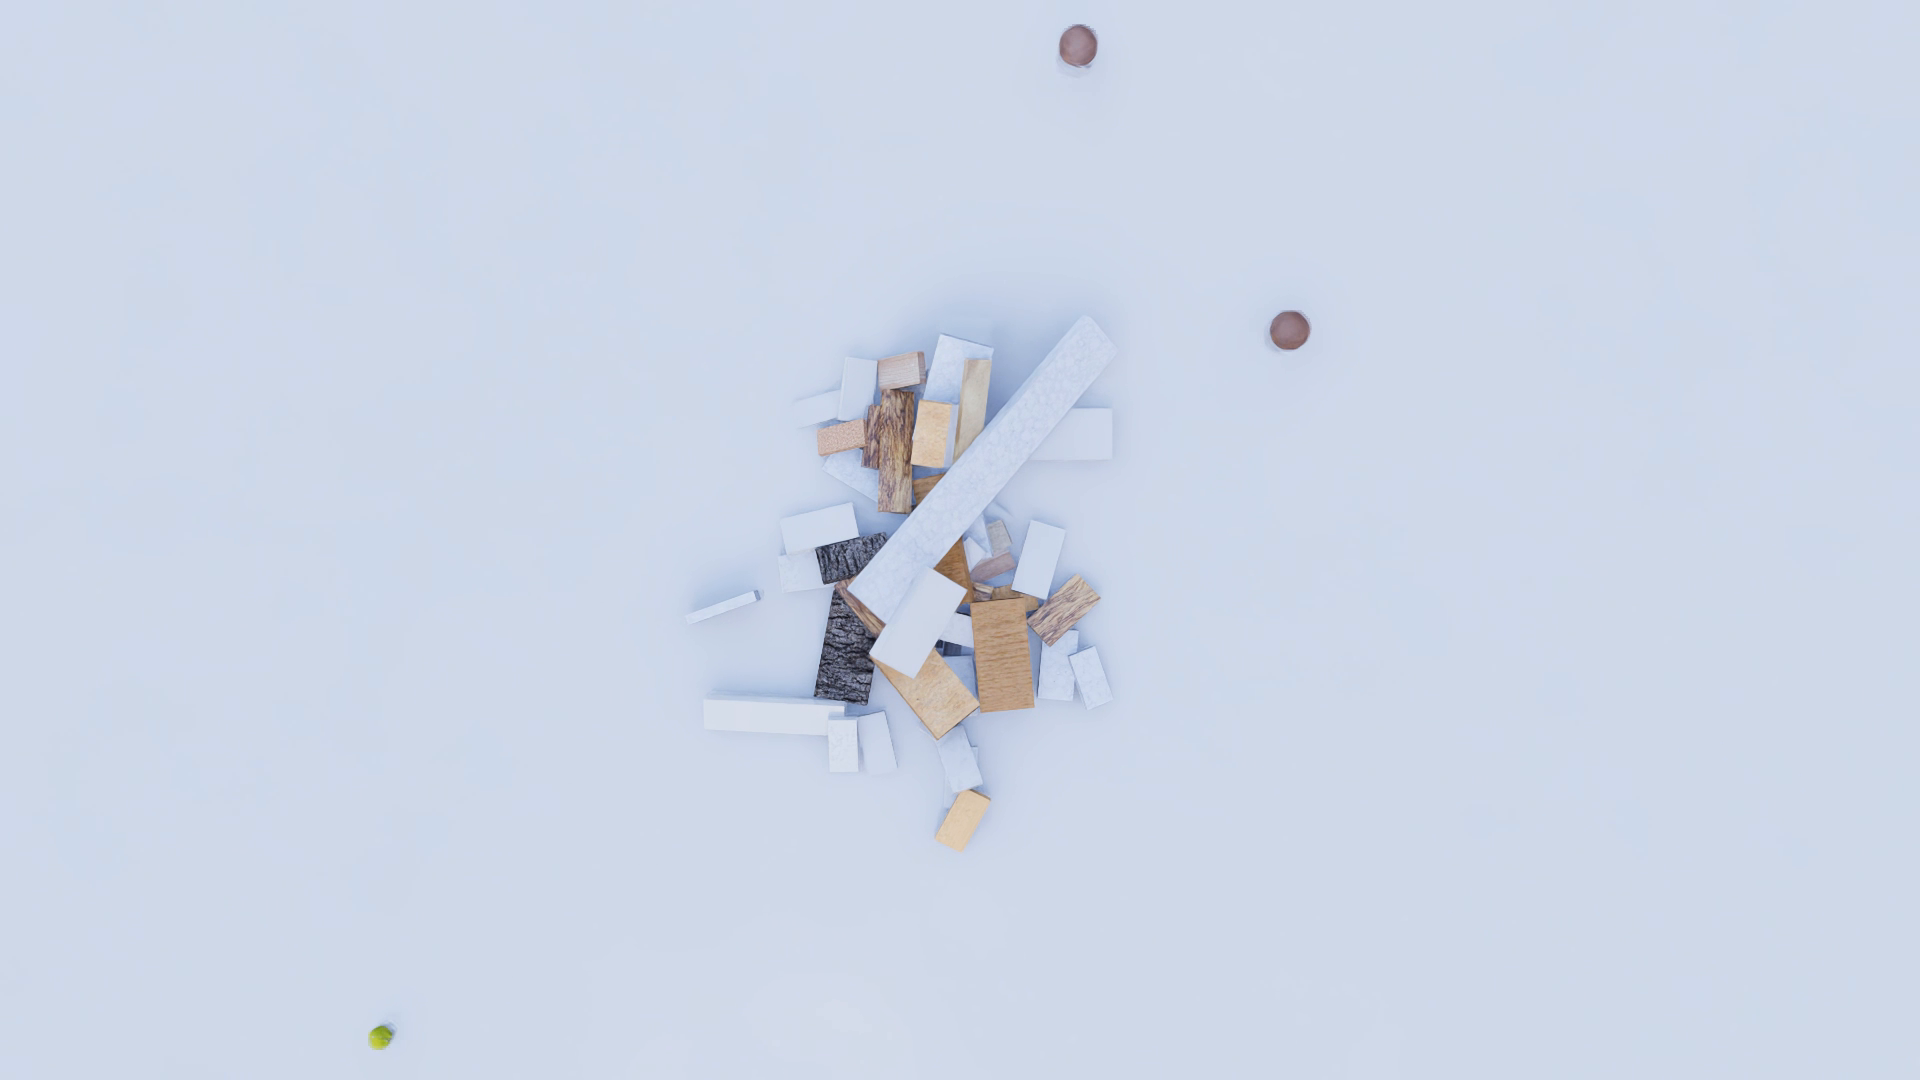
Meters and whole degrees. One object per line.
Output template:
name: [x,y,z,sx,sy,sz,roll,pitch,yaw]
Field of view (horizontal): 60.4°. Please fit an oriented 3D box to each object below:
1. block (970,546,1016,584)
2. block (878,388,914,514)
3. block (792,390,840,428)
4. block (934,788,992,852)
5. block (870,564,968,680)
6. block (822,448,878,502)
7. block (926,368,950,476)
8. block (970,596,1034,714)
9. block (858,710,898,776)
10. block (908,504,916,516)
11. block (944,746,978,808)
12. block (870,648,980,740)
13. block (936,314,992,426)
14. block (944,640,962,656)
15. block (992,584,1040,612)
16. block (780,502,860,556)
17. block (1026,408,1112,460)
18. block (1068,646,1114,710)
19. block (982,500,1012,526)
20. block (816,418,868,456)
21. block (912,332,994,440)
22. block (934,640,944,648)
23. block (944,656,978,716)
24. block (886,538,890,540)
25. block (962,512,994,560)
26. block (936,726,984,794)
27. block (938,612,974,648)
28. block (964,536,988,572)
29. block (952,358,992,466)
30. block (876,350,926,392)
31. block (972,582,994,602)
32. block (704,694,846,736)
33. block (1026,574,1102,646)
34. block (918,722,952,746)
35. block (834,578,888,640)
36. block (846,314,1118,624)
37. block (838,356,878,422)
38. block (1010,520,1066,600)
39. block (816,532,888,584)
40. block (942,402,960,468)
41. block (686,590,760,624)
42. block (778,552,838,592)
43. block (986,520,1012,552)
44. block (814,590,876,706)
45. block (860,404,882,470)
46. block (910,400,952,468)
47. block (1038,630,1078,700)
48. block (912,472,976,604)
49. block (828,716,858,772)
block: [0.101,0.087,5.489,0.154,0.022,0.077,-25,90,0]
block: [-0.211,-0.291,5.431,0.104,0.030,0.407,4,81,-19]
block: [-0.465,-0.436,5.488,0.175,0.025,0.087,-16,90,0]
block: [0.009,0.923,5.462,0.103,0.029,0.206,27,101,-5]
block: [-0.134,0.264,5.324,0.169,0.048,0.338,32,89,-33]
block: [-0.321,-0.224,5.483,0.247,0.035,0.123,31,90,0]
block: [-0.012,-0.386,5.422,0.179,0.051,0.357,-3,104,2]
block: [0.139,0.377,5.418,0.178,0.050,0.363,-6,91,-1]
block: [-0.277,0.675,5.486,0.099,0.028,0.198,-13,90,0]
block: [-0.130,-0.042,5.465,0.022,0.077,0.154,-13,90,44]
block: [0.003,0.788,5.485,0.103,0.029,0.206,3,90,0]
block: [-0.117,0.461,5.410,0.178,0.050,0.356,-38,81,-12]
block: [0.005,-0.560,5.475,0.179,0.051,0.357,4,90,0]
block: [-0.022,0.327,5.492,0.059,0.017,0.118,5,90,0]
block: [0.153,0.203,5.486,0.202,0.029,0.101,-14,90,0]
block: [-0.464,-0.035,5.465,0.246,0.035,0.123,-13,72,0]
block: [0.335,-0.350,5.476,0.338,0.048,0.169,0,90,0]
block: [0.431,0.456,5.466,0.095,0.027,0.190,-21,96,-13]
block: [0.078,-0.095,5.487,0.184,0.026,0.092,39,90,0]
block: [-0.389,-0.338,5.444,0.175,0.025,0.087,-12,73,22]
block: [-0.024,-0.475,5.347,0.179,0.051,0.357,15,104,-3]
block: [-0.079,0.298,5.492,0.059,0.017,0.118,7,90,0]
block: [0.000,0.485,5.456,0.099,0.028,0.198,-4,76,-9]
block: [-0.180,0.107,5.483,0.121,0.034,0.241,-9,90,0]
block: [0.044,-0.024,5.442,0.092,0.026,0.184,-13,92,14]
block: [-0.007,0.724,5.441,0.103,0.029,0.206,-18,72,-7]
block: [-0.017,0.289,5.461,0.202,0.029,0.101,14,99,-1]
block: [-0.008,0.098,5.444,0.077,0.022,0.229,44,110,12]
block: [0.034,-0.379,5.312,0.087,0.025,0.414,-2,108,-31]
block: [-0.192,-0.553,5.412,0.030,0.210,0.105,-5,90,-42]
block: [0.049,0.170,5.463,0.118,0.017,0.059,14,83,11]
block: [-0.614,0.580,5.459,0.464,0.033,0.117,3,117,0]
block: [0.343,0.233,5.461,0.234,0.033,0.117,-43,83,-8]
block: [-0.045,0.570,5.457,0.099,0.028,0.198,36,74,2]
block: [-0.295,0.208,5.428,0.118,0.034,0.237,-39,82,-9]
block: [0.082,-0.234,5.345,1.184,0.048,0.169,-50,123,-7]
block: [-0.339,-0.495,5.467,0.105,0.030,0.210,7,90,-21]
block: [0.260,0.067,5.464,0.121,0.034,0.241,17,81,0]
block: [-0.348,0.060,5.429,0.237,0.034,0.118,-14,67,-1]
block: [-0.049,-0.340,5.339,0.104,0.030,0.209,5,107,0]
block: [-0.780,0.222,5.441,0.237,0.118,0.034,-20,90,0]
block: [-0.475,0.099,5.483,0.246,0.035,0.123,-7,90,0]
block: [0.074,0.007,5.465,0.184,0.026,0.092,-23,90,14]
block: [-0.364,0.358,5.475,0.178,0.050,0.356,11,90,0]
block: [-0.261,-0.335,5.451,0.104,0.030,0.209,10,79,-18]
block: [-0.093,-0.342,5.309,0.105,0.030,0.210,8,107,-1]
block: [0.325,0.412,5.483,0.117,0.033,0.234,5,90,0]
block: [-0.055,0.003,5.425,0.121,0.034,0.431,-12,89,24]
block: [-0.386,0.676,5.455,0.095,0.027,0.190,-1,110,0]
